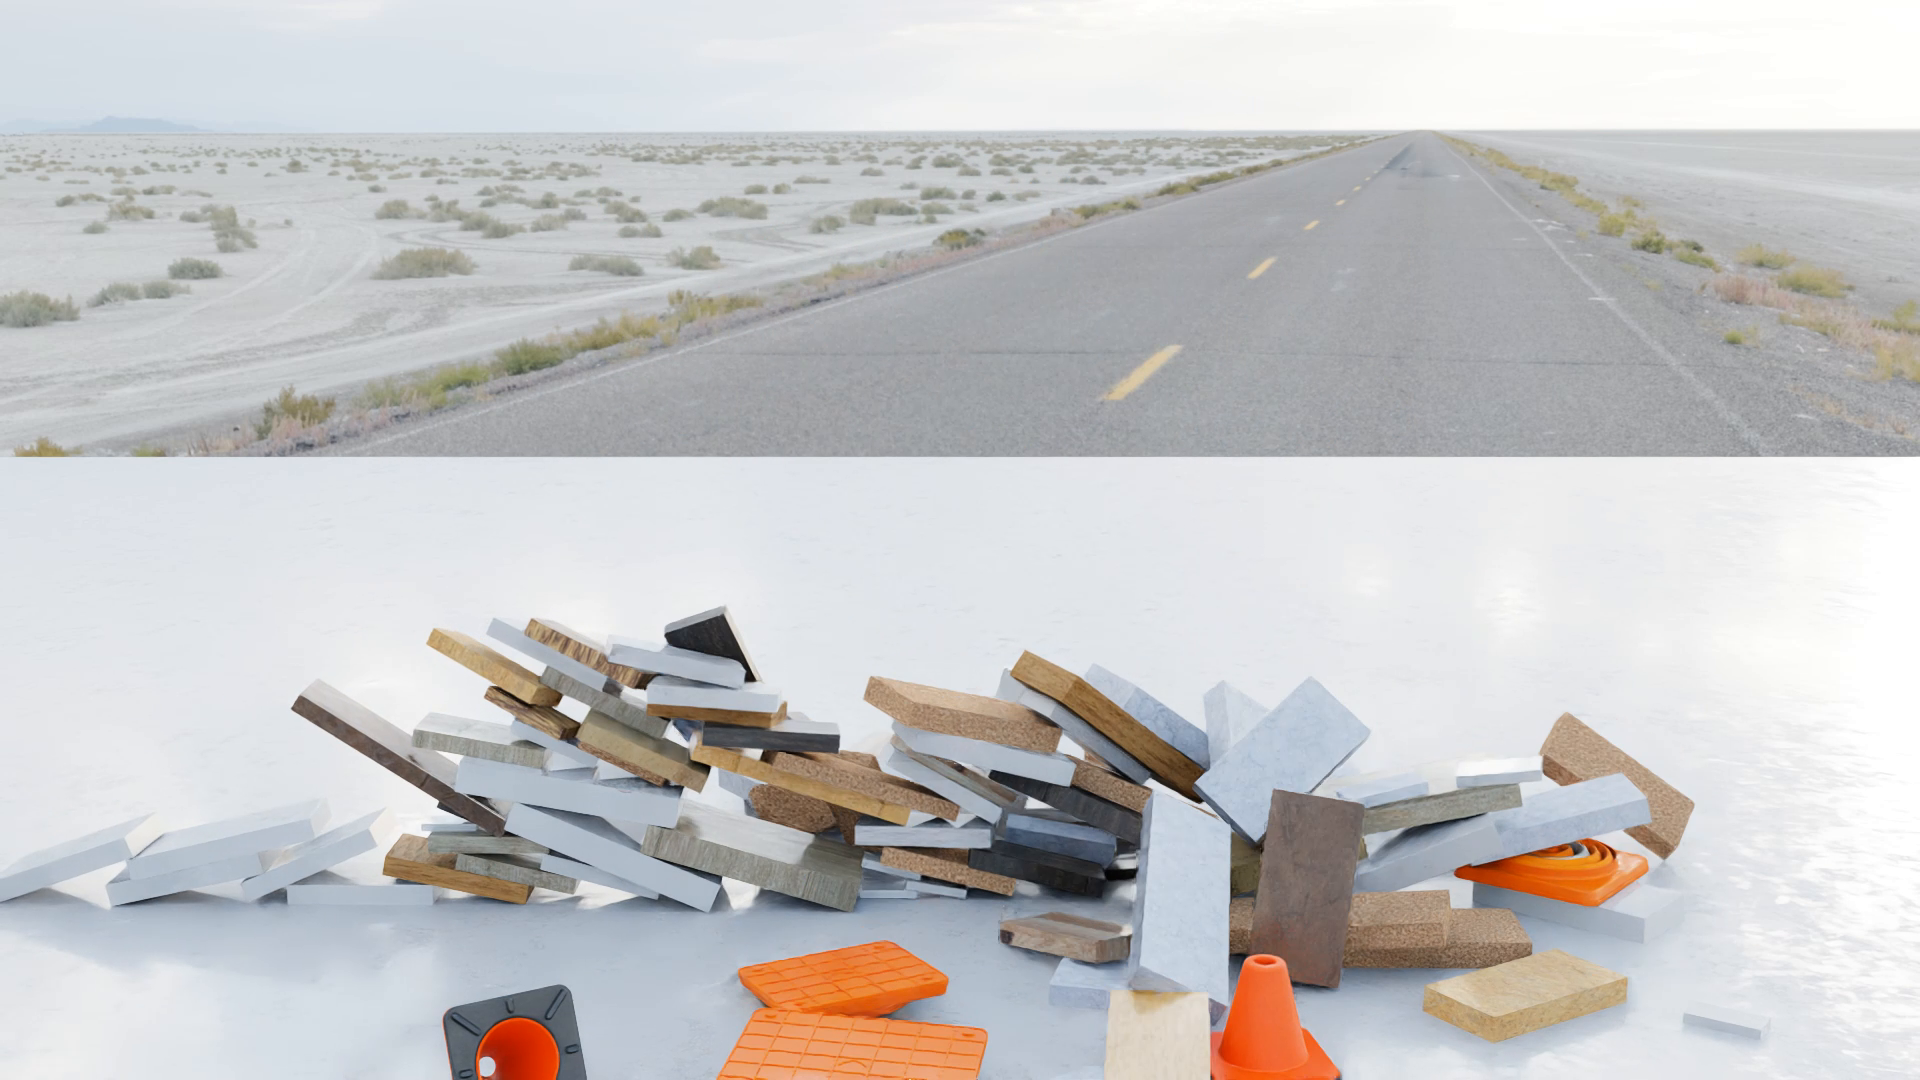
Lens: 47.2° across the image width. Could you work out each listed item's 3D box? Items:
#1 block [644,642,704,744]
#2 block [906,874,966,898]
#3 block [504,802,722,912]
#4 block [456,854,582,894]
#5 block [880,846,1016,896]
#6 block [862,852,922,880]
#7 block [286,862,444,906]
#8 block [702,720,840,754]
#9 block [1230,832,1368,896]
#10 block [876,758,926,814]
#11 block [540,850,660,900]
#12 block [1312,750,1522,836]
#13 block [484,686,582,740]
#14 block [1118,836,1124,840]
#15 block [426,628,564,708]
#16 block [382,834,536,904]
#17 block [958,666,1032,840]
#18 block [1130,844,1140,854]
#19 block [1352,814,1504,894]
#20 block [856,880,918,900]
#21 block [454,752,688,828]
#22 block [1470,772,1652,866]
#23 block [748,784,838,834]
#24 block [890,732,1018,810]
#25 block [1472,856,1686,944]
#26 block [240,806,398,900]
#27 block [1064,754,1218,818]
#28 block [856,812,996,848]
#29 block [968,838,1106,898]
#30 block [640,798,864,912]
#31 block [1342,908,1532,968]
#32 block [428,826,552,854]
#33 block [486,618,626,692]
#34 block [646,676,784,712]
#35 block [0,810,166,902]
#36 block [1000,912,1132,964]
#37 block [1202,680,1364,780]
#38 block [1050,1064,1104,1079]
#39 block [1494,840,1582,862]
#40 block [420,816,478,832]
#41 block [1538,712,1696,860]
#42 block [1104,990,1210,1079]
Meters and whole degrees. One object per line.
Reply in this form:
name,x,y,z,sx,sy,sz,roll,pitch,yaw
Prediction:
block,-0.452,0.271,3.755,0.109,0.219,0.031,-33,23,8
block,-0.040,0.575,3.661,0.100,0.014,0.050,9,8,-3
block,-0.564,0.498,3.647,0.357,0.051,0.179,23,9,-5
block,-0.728,0.539,3.657,0.198,0.028,0.099,13,10,-2
block,-0.018,0.541,3.680,0.225,0.032,0.113,13,5,0
block,-0.113,0.543,3.665,0.100,0.014,0.050,13,5,1
block,-0.986,0.572,3.671,0.238,0.034,0.119,0,11,0
block,-0.309,0.317,3.593,0.221,0.031,0.110,4,5,-6
block,0.499,0.523,3.650,0.328,0.047,0.164,-16,10,4
block,-0.103,0.453,4.065,0.118,0.034,0.237,-20,19,-2
block,-0.589,0.544,3.658,0.198,0.028,0.099,15,10,-3
block,0.737,0.420,3.608,0.328,0.047,0.164,-10,11,2
block,-0.699,0.282,3.608,0.151,0.021,0.076,27,7,15
block,0.315,0.509,3.969,0.093,0.026,0.185,-2,3,-10
block,-0.769,0.212,3.646,0.214,0.030,0.107,27,0,17
block,-0.828,0.547,3.666,0.239,0.034,0.119,12,10,-2
block,0.084,0.390,3.906,0.042,0.299,0.149,14,7,-26
block,0.372,0.544,3.865,0.132,0.019,0.066,4,11,22
block,0.709,0.516,3.582,0.328,0.047,0.164,-23,9,9
block,-0.121,0.583,3.664,0.100,0.014,0.050,1,11,-1
block,-0.633,0.395,3.625,0.357,0.051,0.179,10,10,-3
block,0.974,0.462,3.645,0.298,0.042,0.149,-15,9,4
block,-0.258,0.465,3.908,0.218,0.109,0.031,-14,-21,-37
block,-0.011,0.383,3.686,0.207,0.029,0.104,30,-2,-25
block,1.008,0.583,3.588,0.298,0.042,0.149,9,14,41
block,-1.065,0.521,3.659,0.238,0.034,0.119,-23,10,6
block,0.299,0.435,3.731,0.278,0.039,0.139,22,-2,11
block,-0.056,0.484,3.675,0.225,0.032,0.113,1,5,5
block,0.126,0.543,3.668,0.225,0.032,0.113,13,5,-1
block,-0.340,0.516,3.652,0.357,0.051,0.179,16,10,-4
block,0.720,0.616,3.411,0.298,0.042,0.149,0,11,1
block,-0.772,0.491,3.649,0.198,0.028,0.099,0,10,0
block,-0.670,0.192,3.673,0.222,0.031,0.111,25,0,11
block,-0.398,0.251,3.584,0.211,0.030,0.105,4,5,0
block,-1.470,0.527,3.661,0.259,0.037,0.130,-19,11,8
block,0.177,0.607,3.366,0.115,0.033,0.229,-3,1,-37
block,0.571,0.400,3.804,0.355,0.050,0.177,33,34,-25
block,0.155,0.723,2.911,0.108,0.015,0.054,-8,13,-38
block,0.950,0.529,3.895,0.270,0.038,0.135,1,11,4
block,-0.844,0.470,3.647,0.090,0.013,0.045,0,10,-1
block,1.157,0.433,3.889,0.275,0.039,0.138,36,42,8
block,0.266,0.684,2.947,0.137,0.039,0.274,0,14,6
